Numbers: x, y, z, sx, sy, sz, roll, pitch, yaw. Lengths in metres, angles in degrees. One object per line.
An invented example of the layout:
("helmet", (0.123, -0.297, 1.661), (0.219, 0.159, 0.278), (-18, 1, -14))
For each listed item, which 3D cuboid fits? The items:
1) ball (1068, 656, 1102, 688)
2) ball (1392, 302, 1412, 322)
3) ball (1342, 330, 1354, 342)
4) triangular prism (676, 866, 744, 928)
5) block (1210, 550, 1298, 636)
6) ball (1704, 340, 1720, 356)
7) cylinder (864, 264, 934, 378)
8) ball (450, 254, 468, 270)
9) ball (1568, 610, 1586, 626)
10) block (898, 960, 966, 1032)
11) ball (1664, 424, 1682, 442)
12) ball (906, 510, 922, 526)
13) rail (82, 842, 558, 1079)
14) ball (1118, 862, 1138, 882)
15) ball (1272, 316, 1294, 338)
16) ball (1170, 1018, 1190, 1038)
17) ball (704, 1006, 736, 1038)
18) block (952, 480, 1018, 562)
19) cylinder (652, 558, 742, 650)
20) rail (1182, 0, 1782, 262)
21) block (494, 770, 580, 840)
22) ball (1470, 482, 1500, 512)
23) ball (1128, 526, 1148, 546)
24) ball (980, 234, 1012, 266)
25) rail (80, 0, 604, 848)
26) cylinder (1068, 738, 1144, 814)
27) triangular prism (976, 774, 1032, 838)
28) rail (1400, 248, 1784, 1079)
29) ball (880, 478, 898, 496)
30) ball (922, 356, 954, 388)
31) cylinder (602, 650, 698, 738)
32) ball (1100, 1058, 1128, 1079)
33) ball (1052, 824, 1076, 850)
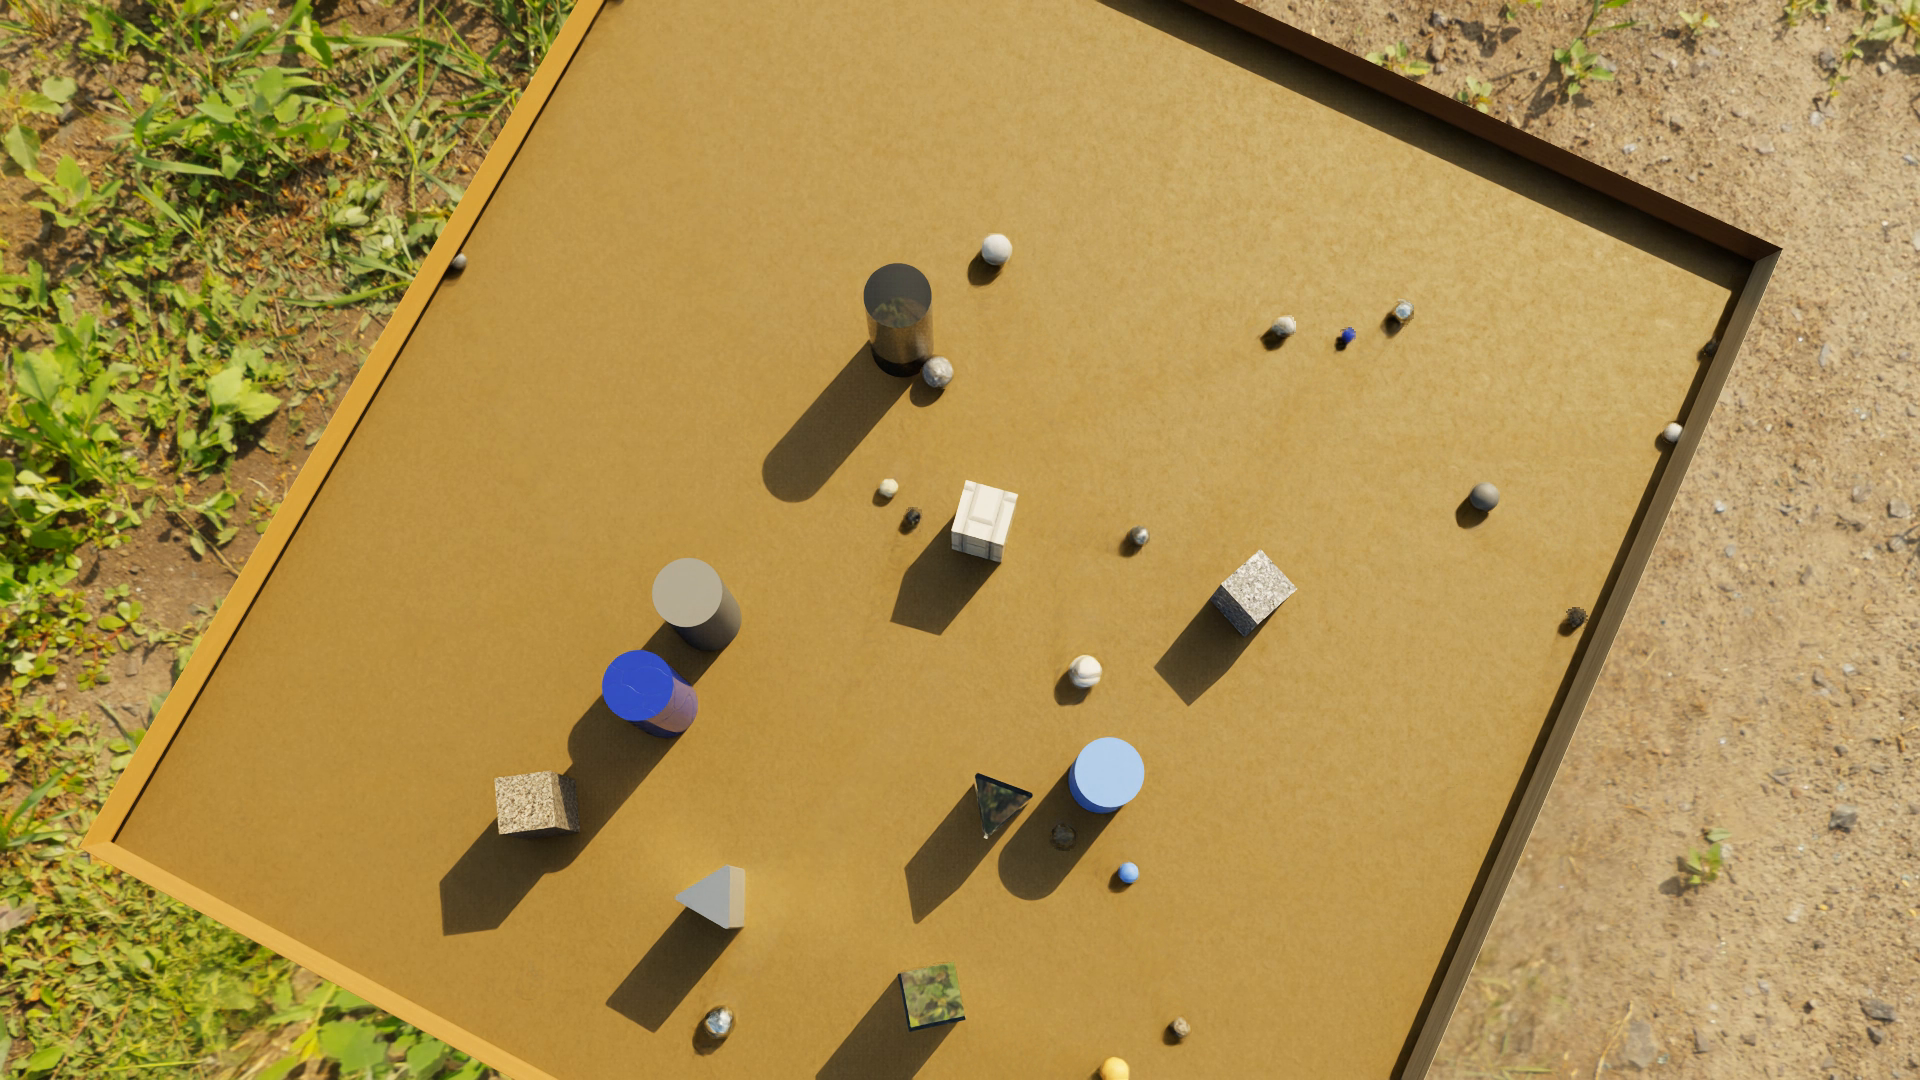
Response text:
("ball", (0.375, 0.394, 5.485), (0.098, 0.098, 0.098), (0, 78, 0))
("ball", (1.383, -0.712, 5.731), (0.065, 0.065, 0.065), (0, 78, 0))
("ball", (1.212, -0.637, 5.728), (0.040, 0.040, 0.040), (0, 78, 0))
("triangular prism", (-0.675, 0.998, 5.225), (0.170, 0.363, 0.147), (29, 80, 6))
("block", (0.870, 0.161, 5.452), (0.157, 0.257, 0.157), (-41, 81, -8))
("ball", (2.350, -0.601, 5.715), (0.050, 0.050, 0.050), (0, 78, 0))
("cylinder", (-0.179, -0.653, 5.502), (0.196, 0.488, 0.196), (0, 78, 0))
("ball", (-1.579, -0.877, 5.772), (0.051, 0.051, 0.051), (0, 78, 0))
("ball", (1.863, 0.237, 5.541), (0.052, 0.052, 0.052), (0, 78, 0))
("block", (-0.077, 1.280, 5.166), (0.157, 0.363, 0.157), (-11, 79, -2))
("ball", (2.202, -0.331, 5.656), (0.058, 0.058, 0.058), (0, 78, 0))
("ball", (-0.142, -0.069, 5.606), (0.048, 0.048, 0.048), (0, 78, 0))
("rail", (-0.866, 1.702, 5.198), (3.744, 0.127, 0.045), (26, 80, 5))
("ball", (0.495, 0.977, 5.383), (0.061, 0.061, 0.061), (0, 78, 0))
("ball", (1.009, -0.666, 5.720), (0.066, 0.066, 0.066), (0, 78, 0))
("ball", (0.637, 1.409, 5.297), (0.055, 0.055, 0.055), (0, 78, 0))
("ball", (-0.691, 1.388, 5.282), (0.092, 0.092, 0.092), (0, 78, 0))
("block", (0.072, -0.053, 5.487), (0.157, 0.274, 0.157), (16, 79, 3))
("cylinder", (-0.761, 0.193, 5.341), (0.196, 0.462, 0.196), (0, 78, 0))
("rail", (0.866, -1.689, 5.900), (3.744, 0.127, 0.045), (26, 80, 5))
("block", (-1.215, 0.767, 5.284), (0.157, 0.341, 0.157), (-7, 78, -2))
("ball", (1.605, -0.131, 5.599), (0.088, 0.088, 0.088), (0, 78, 0))
("ball", (0.544, -0.013, 5.587), (0.063, 0.063, 0.063), (0, 78, 0))
("ball", (0.115, -0.911, 5.755), (0.098, 0.098, 0.098), (0, 78, 0))
("rail", (-1.653, -0.803, 5.717), (0.045, 0.127, 3.919), (26, 80, 5))
("cylinder", (0.421, 0.686, 5.317), (0.196, 0.310, 0.196), (0, 78, 0))
("triangular prism", (0.093, 0.746, 5.308), (0.170, 0.302, 0.147), (-39, 81, -7))
("rail", (1.653, 0.816, 5.382), (0.045, 0.127, 3.919), (26, 80, 5))
("ball", (-0.218, -0.161, 5.621), (0.056, 0.056, 0.056), (0, 78, 0))
("ball", (-0.068, -0.520, 5.676), (0.095, 0.095, 0.095), (0, 78, 0))
("cylinder", (-0.886, 0.449, 5.276), (0.196, 0.486, 0.196), (0, 78, 0))
("ball", (0.443, 1.528, 5.259), (0.082, 0.082, 0.082), (0, 78, 0))
("ball", (0.306, 0.873, 5.398), (0.073, 0.073, 0.073), (0, 78, 0))
